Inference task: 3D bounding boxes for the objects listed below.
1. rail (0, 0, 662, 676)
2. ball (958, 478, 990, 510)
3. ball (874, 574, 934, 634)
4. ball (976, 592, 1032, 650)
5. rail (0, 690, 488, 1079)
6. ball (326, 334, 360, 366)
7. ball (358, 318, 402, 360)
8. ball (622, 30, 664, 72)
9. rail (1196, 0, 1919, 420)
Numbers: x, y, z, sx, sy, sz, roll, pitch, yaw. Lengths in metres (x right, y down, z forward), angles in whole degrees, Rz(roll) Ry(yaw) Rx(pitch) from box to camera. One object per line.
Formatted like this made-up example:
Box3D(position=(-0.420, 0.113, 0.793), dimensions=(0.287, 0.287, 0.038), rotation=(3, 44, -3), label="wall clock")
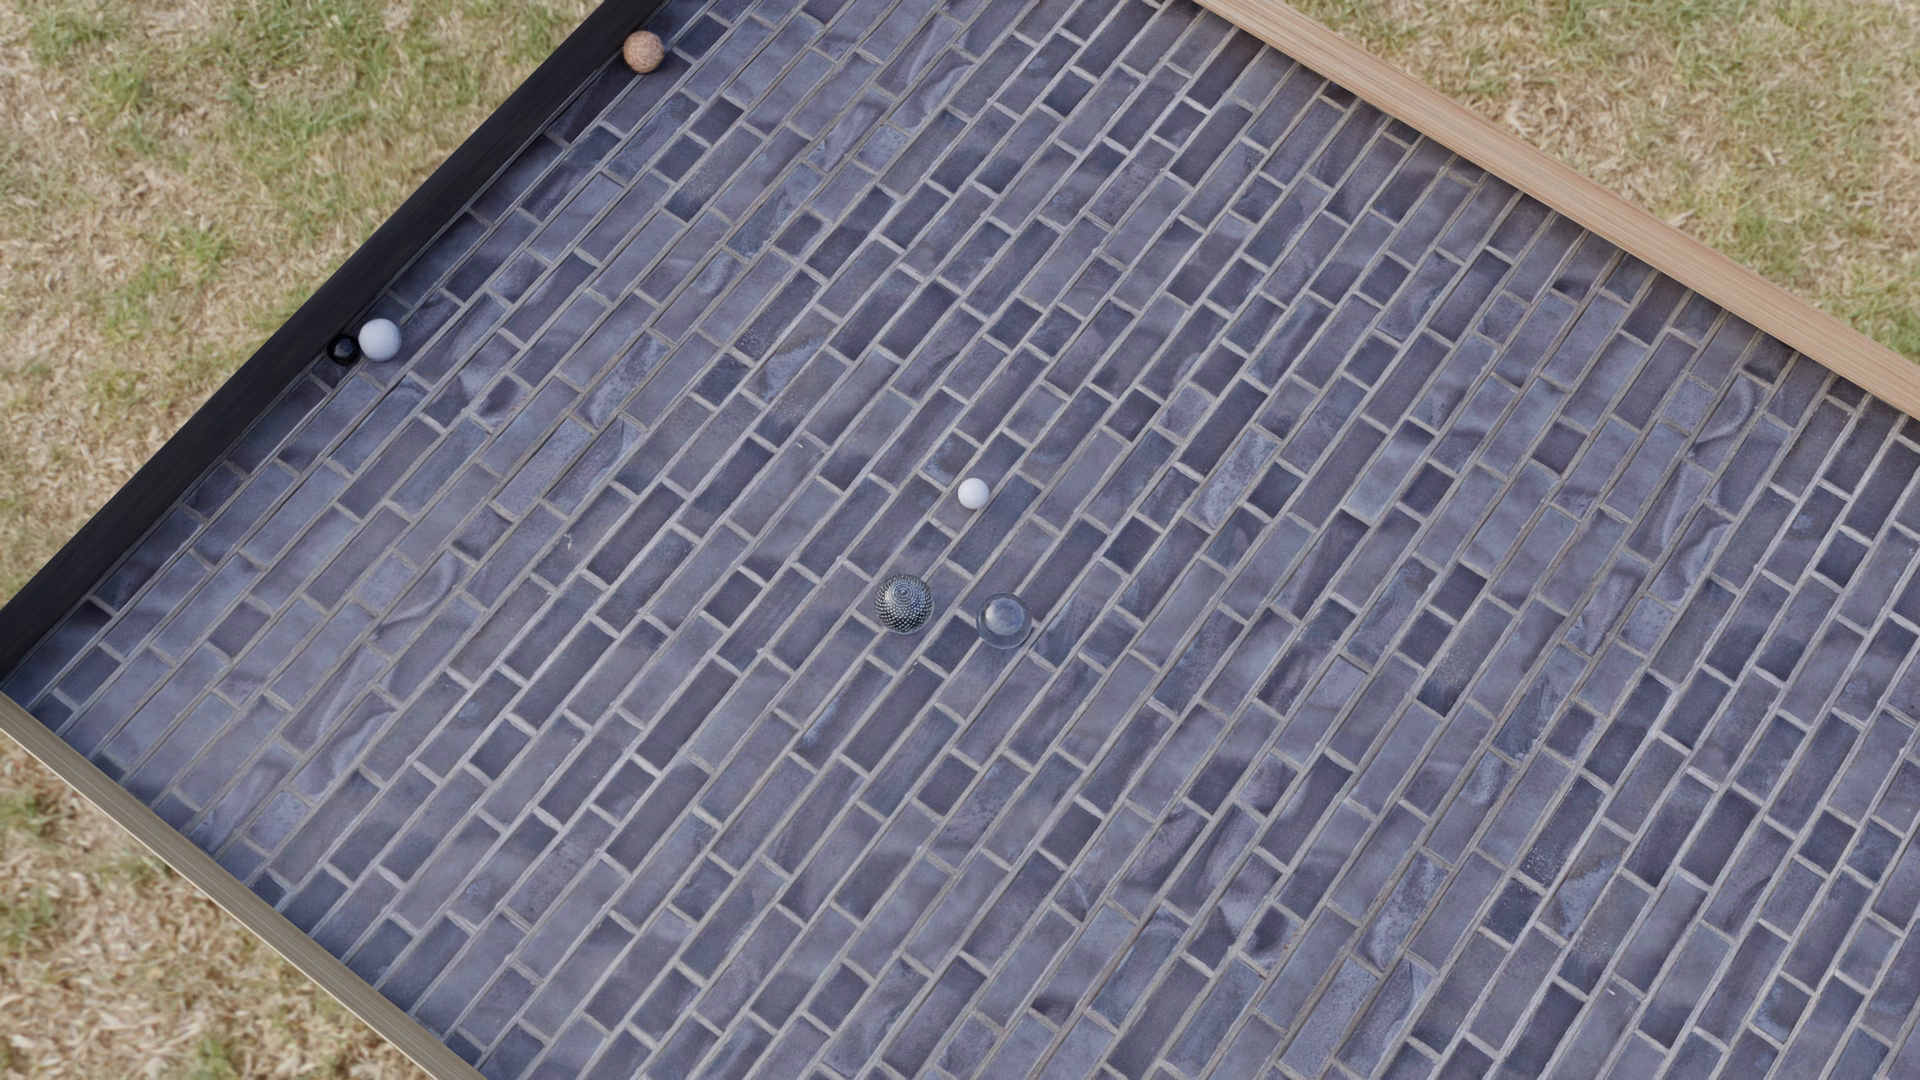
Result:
Box3D(position=(-0.868, -0.594, 3.784), dimensions=(0.045, 0.124, 2.289), rotation=(34, 70, 14), label="rail")
Box3D(position=(0.022, -0.076, 3.592), dimensions=(0.051, 0.051, 0.051), rotation=(0, 66, 0), label="ball")
Box3D(position=(-0.088, 0.102, 3.488), dimensions=(0.095, 0.095, 0.095), rotation=(0, 66, 0), label="ball")
Box3D(position=(0.069, 0.128, 3.479), dimensions=(0.090, 0.090, 0.090), rotation=(0, 66, 0), label="ball")
Box3D(position=(0.222, 1.408, 2.882), dimensions=(4.407, 0.124, 0.045), rotation=(34, 70, 14), label="rail")
Box3D(position=(-1.038, -0.320, 3.700), dimensions=(0.054, 0.054, 0.054), rotation=(0, 66, 0), label="ball")
Box3D(position=(-0.975, -0.337, 3.699), dimensions=(0.071, 0.071, 0.071), rotation=(0, 66, 0), label="ball")
Box3D(position=(-0.567, -0.876, 3.940), dimensions=(0.074, 0.074, 0.074), rotation=(0, 66, 0), label="ball")
Box3D(position=(1.552, -0.238, 3.624), dimensions=(4.407, 0.124, 0.045), rotation=(34, 70, 14), label="rail")
